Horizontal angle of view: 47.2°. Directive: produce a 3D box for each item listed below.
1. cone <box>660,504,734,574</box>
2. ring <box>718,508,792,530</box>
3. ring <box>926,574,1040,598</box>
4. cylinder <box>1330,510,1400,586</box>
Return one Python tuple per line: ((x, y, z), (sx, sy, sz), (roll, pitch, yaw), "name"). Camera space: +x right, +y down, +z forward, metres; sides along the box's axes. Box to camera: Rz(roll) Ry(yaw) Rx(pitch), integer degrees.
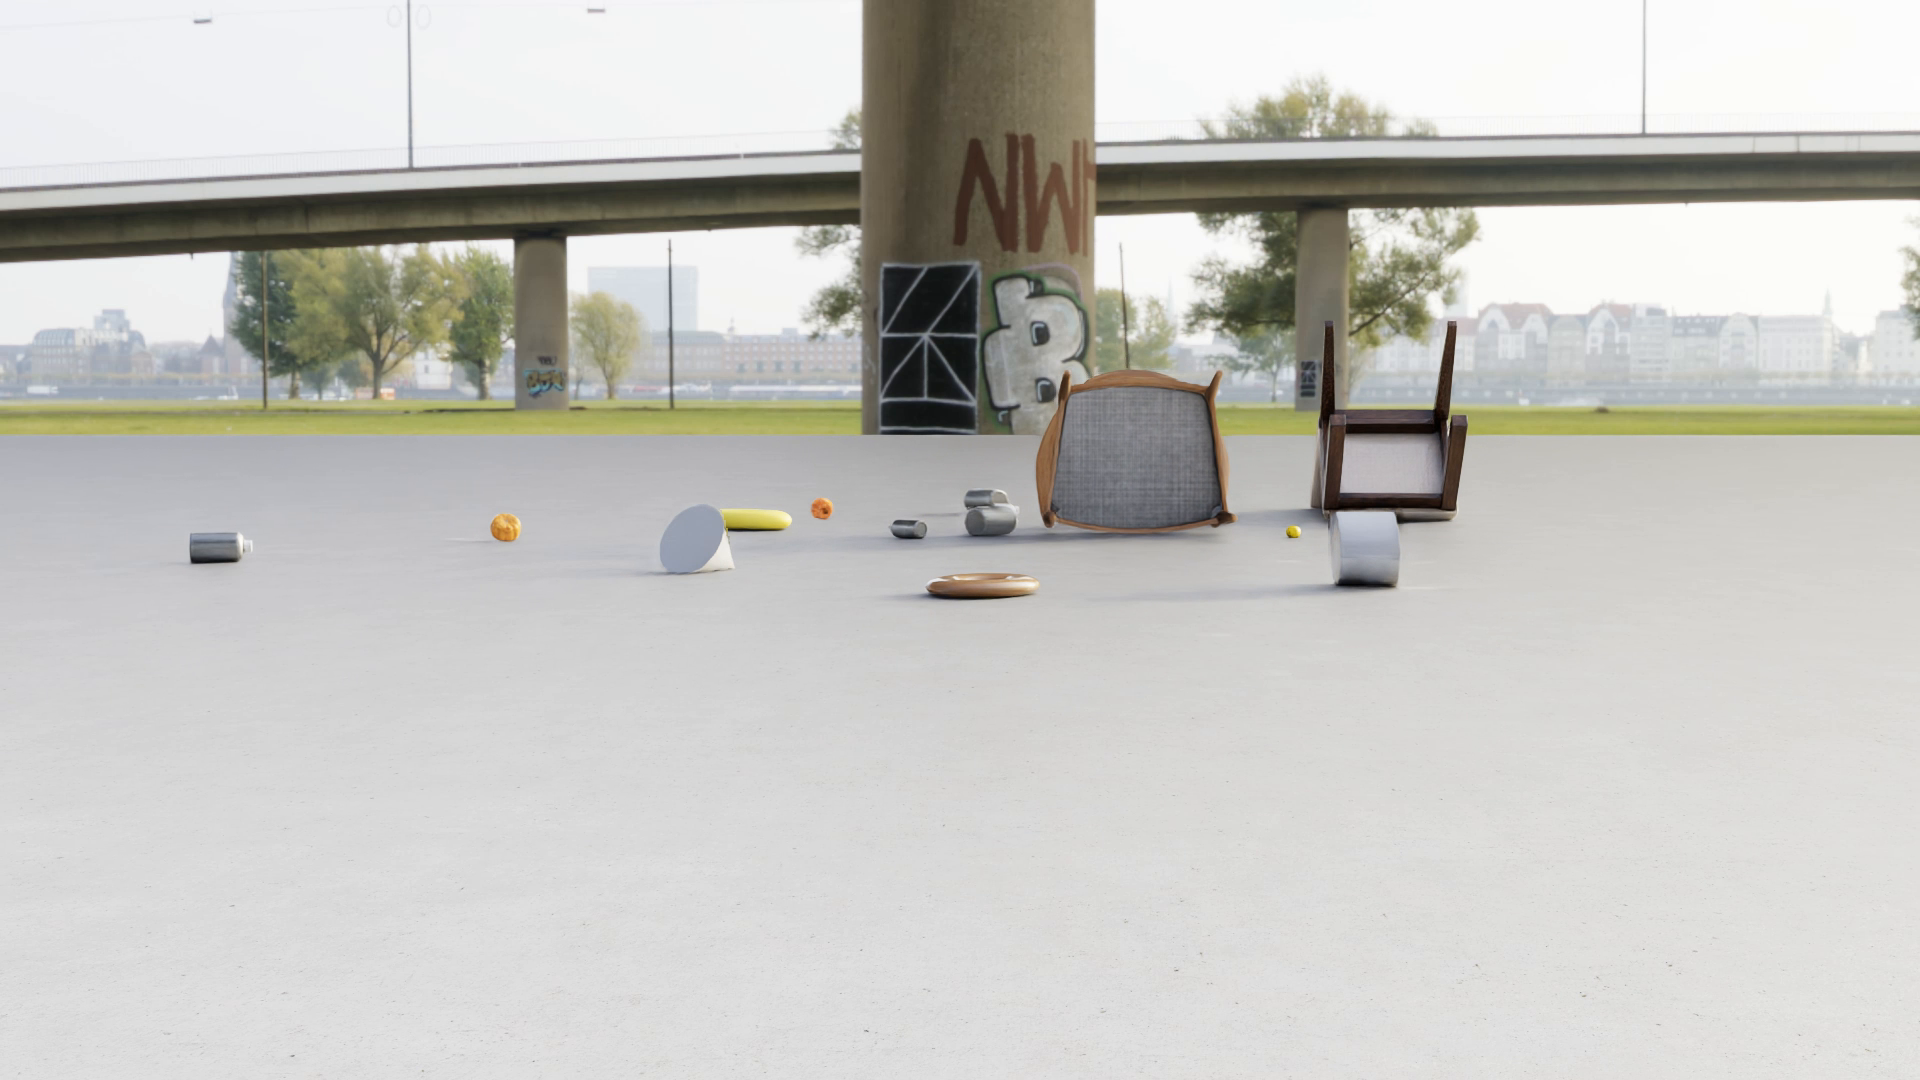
((-0.608, 0.035, 5.426), (0.192, 0.186, 0.184), (-26, -35, 19), "cone")
((-0.688, -0.066, 7.082), (0.352, 0.060, 0.218), (3, 4, 41), "ring")
((0.051, 0.100, 4.813), (0.281, 0.039, 0.217), (-4, 6, -44), "ring")
((0.928, 0.019, 5.053), (0.132, 0.159, 0.232), (1, 22, 4), "cylinder")
